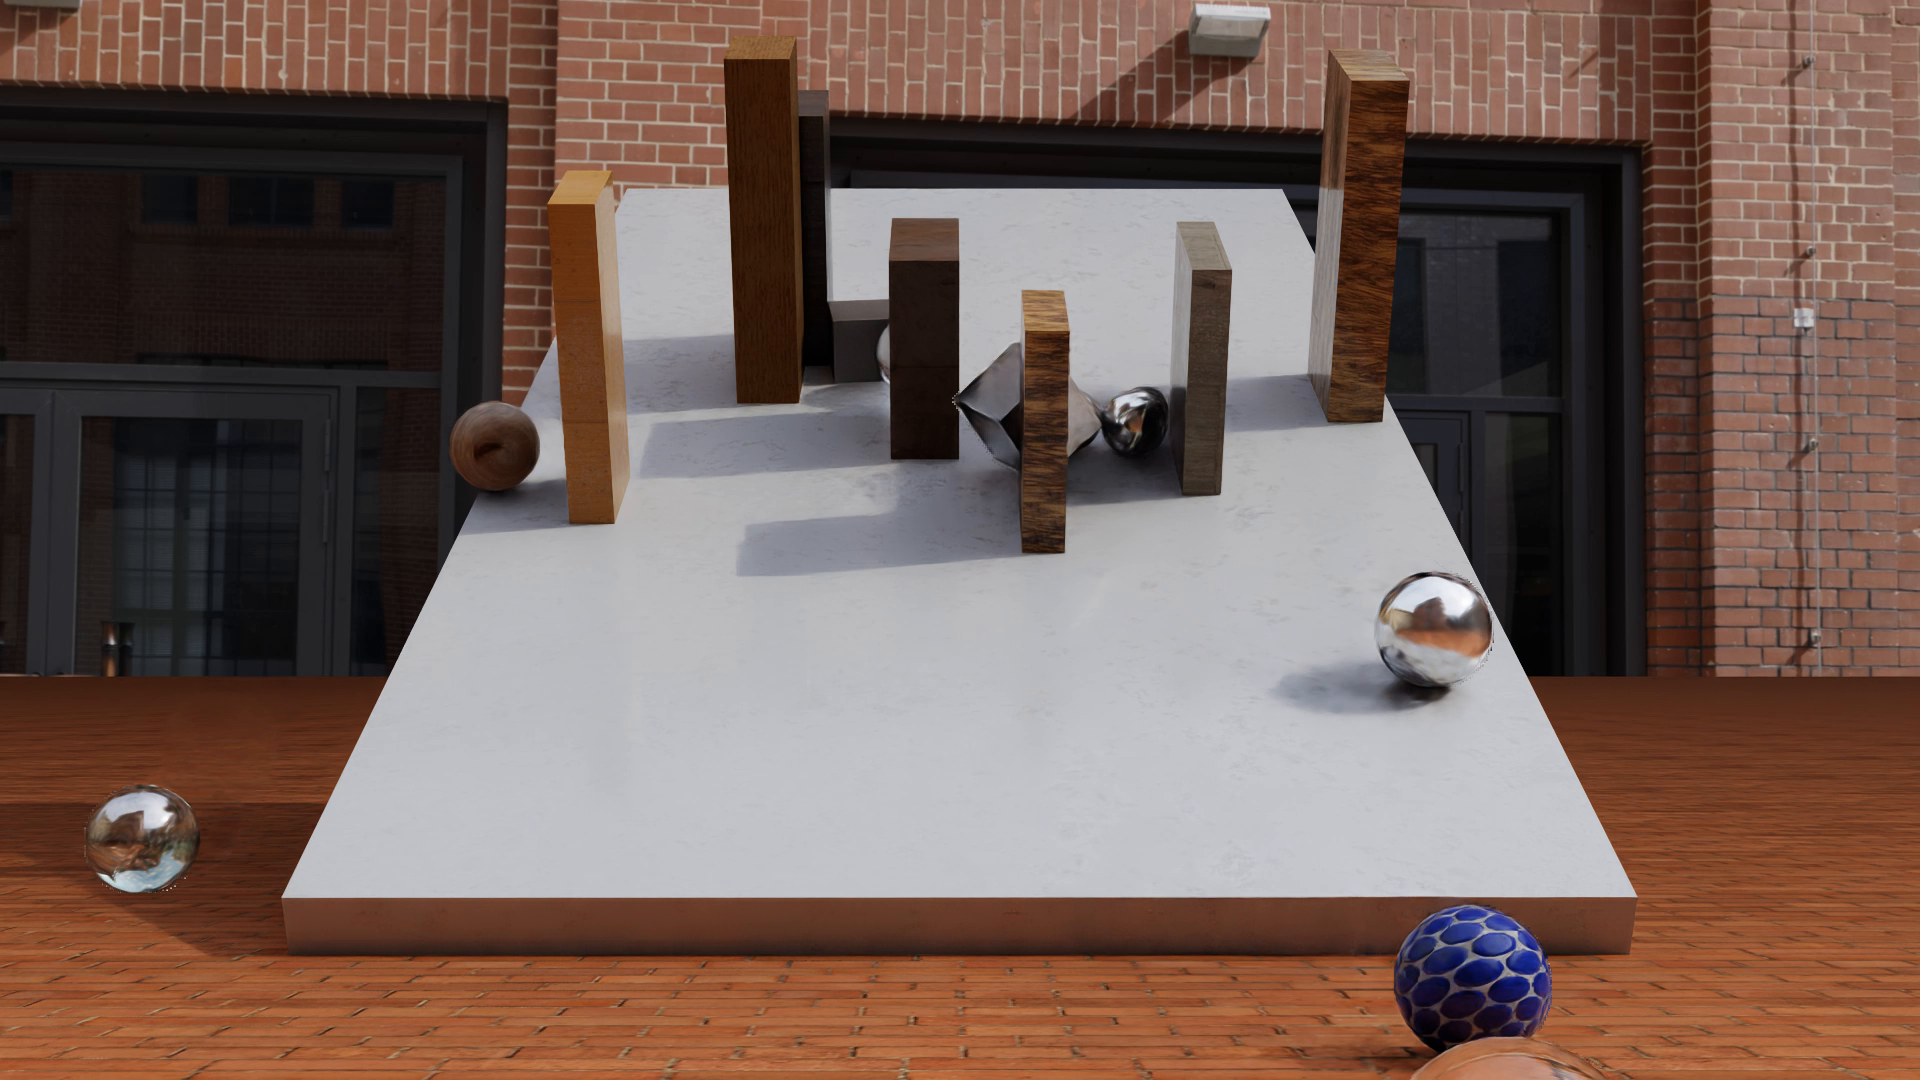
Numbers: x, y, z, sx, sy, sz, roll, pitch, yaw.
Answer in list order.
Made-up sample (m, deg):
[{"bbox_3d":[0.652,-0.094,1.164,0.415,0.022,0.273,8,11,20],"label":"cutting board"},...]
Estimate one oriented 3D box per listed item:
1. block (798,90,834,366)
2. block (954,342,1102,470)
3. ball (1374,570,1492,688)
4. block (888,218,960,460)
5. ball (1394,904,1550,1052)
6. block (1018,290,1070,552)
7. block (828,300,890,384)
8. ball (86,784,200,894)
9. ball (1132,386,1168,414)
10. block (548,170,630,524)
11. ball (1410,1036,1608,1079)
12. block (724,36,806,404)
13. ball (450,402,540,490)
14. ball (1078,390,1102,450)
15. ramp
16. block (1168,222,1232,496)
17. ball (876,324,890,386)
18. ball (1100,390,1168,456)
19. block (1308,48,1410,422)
[{"bbox_3d":[-0.361,-0.753,5.592,0.090,0.607,0.271,0,24,0],"label":"block"},{"bbox_3d":[0.142,-0.268,4.855,0.182,0.182,0.182,31,-19,53],"label":"block"},{"bbox_3d":[0.820,0.155,4.024,0.202,0.202,0.202,0,-3,0],"label":"ball"},{"bbox_3d":[-0.076,-0.445,5.090,0.148,0.446,0.326,0,24,0],"label":"block"},{"bbox_3d":[0.557,0.483,2.529,0.167,0.167,0.167,0,-3,0],"label":"ball"},{"bbox_3d":[0.164,-0.236,4.596,0.084,0.459,0.255,0,24,0],"label":"block"},{"bbox_3d":[-0.230,-0.474,5.521,0.153,0.153,0.153,-3,24,-7],"label":"block"},{"bbox_3d":[-1.555,0.569,4.415,0.206,0.206,0.206,0,-3,0],"label":"ball"},{"bbox_3d":[0.408,-0.285,5.145,0.111,0.111,0.111,0,-3,0],"label":"ball"},{"bbox_3d":[-0.745,-0.388,4.683,0.091,0.664,0.252,0,24,0],"label":"block"},{"bbox_3d":[0.371,0.423,1.557,0.177,0.177,0.177,0,-3,0],"label":"ball"},{"bbox_3d":[-0.443,-0.730,5.306,0.143,0.794,0.252,0,24,0],"label":"block"},{"bbox_3d":[-0.970,-0.196,4.840,0.187,0.187,0.187,0,-3,0],"label":"ball"},{"bbox_3d":[0.240,-0.263,5.060,0.137,0.137,0.137,0,-3,0],"label":"ball"},{"bbox_3d":[-0.008,-0.227,5.274,2.000,0.100,4.000,0,24,0],"label":"ramp"},{"bbox_3d":[0.505,-0.388,4.910,0.080,0.489,0.352,0,24,0],"label":"block"},{"bbox_3d":[-0.102,-0.429,5.377,0.187,0.187,0.187,0,-3,0],"label":"ball"},{"bbox_3d":[0.377,-0.253,5.021,0.146,0.146,0.146,0,-3,0],"label":"ball"},{"bbox_3d":[0.893,-0.687,5.238,0.124,0.775,0.327,0,24,0],"label":"block"}]
